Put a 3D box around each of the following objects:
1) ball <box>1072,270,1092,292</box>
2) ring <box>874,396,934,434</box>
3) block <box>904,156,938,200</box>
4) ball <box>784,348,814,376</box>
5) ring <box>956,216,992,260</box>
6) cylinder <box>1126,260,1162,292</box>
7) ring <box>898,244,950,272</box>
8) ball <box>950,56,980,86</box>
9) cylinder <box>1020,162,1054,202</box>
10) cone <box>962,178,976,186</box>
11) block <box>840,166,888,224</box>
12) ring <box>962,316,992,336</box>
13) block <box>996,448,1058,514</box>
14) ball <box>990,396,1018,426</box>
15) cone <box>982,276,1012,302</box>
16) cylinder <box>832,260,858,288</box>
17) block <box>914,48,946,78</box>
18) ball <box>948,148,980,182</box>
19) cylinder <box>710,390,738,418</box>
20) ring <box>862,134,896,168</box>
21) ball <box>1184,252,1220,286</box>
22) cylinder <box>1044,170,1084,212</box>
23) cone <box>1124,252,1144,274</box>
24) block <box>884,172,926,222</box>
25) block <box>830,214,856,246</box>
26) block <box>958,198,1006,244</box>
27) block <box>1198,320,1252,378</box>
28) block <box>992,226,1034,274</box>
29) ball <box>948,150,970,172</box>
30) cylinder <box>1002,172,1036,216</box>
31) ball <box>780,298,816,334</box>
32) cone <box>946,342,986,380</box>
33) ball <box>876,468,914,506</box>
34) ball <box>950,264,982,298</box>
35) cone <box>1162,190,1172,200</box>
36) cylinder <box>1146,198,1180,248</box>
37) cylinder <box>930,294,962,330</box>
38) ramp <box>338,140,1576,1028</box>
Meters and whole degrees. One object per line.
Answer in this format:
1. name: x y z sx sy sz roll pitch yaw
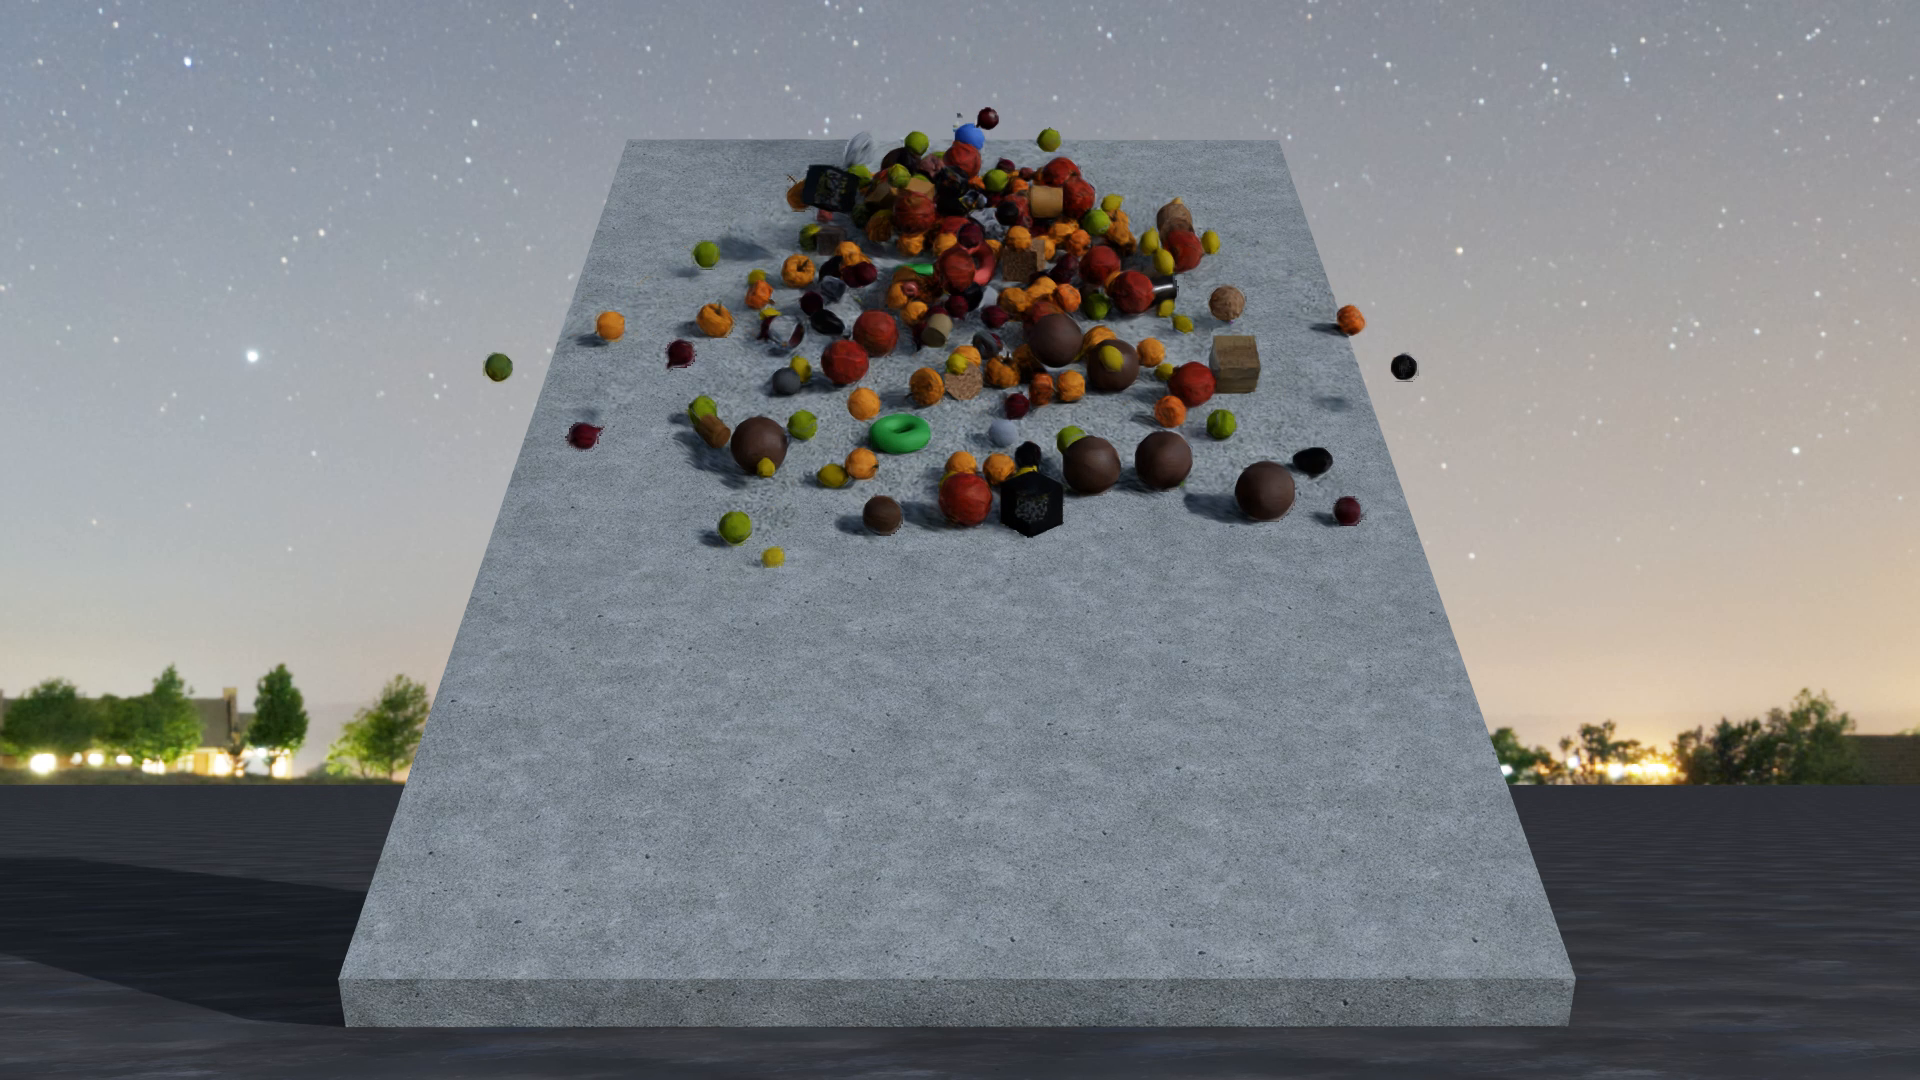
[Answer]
1. ball: 0.321 -0.684 6.338 0.055 0.055 0.055 0 -6 0
2. ring: -0.130 -0.295 5.642 0.144 0.048 0.144 -1 30 0
3. block: -0.107 -1.011 6.696 0.080 0.080 0.080 -9 -32 -5
4. ball: -0.394 -0.434 5.867 0.070 0.070 0.070 0 -6 0
5. ring: 0.036 -0.808 6.429 0.045 0.135 0.135 -32 -18 19
6. cylinder: 0.486 -0.696 6.338 0.075 0.075 0.075 -8 -3 -15
7. ring: -0.095 -0.757 6.430 0.146 0.049 0.146 -13 15 4
8. ball: 0.016 -1.333 6.818 0.085 0.085 0.085 0 -6 0
9. cylinder: 0.195 -0.906 6.085 0.077 0.077 0.077 -11 -9 -2
10. cone: 0.037 -1.040 6.838 0.054 0.054 0.054 5 -30 -43
11. block: -0.261 -0.931 6.486 0.099 0.099 0.099 16 -43 10
12. ring: 0.043 -0.530 5.942 0.077 0.026 0.077 15 28 -8
13. block: 0.149 -0.131 5.296 0.096 0.096 0.096 -26 38 -38
14. ball: 0.104 -0.304 5.637 0.068 0.068 0.068 0 -6 0
15. cone: 0.106 -0.665 6.257 0.074 0.074 0.074 -20 -5 -3
16. cylinder: -0.305 -0.702 6.346 0.054 0.054 0.054 -27 -9 5
17. block: -0.082 -1.335 6.722 0.054 0.054 0.054 -2 -34 48
18. ball: 0.012 -1.058 6.786 0.096 0.096 0.096 0 -6 0
19. cylinder: -0.554 -0.317 5.627 0.058 0.058 0.058 -11 -5 -5
20. ring: -0.239 -1.156 7.137 0.121 0.040 0.121 -41 -5 -4
21. ball: 0.628 -0.703 6.229 0.090 0.090 0.090 0 -6 0
22. cylinder: 0.293 -0.988 6.801 0.087 0.087 0.087 -4 30 36
23. cone: 0.492 -0.725 6.437 0.072 0.072 0.072 16 -13 -30
24. block: -0.158 -0.968 6.770 0.087 0.087 0.087 -35 -15 -36
25. block: -0.323 -0.854 6.613 0.064 0.064 0.064 -2 -44 0
26. block: 0.061 -0.878 6.642 0.093 0.093 0.093 -23 37 -37
27. block: 0.646 -0.468 5.881 0.099 0.099 0.099 -5 -46 -9
28. block: 0.143 -0.784 6.478 0.092 0.092 0.092 7 30 13
29. ball: -0.002 -1.122 7.128 0.066 0.066 0.066 0 -6 0
30. cylinder: 0.169 -0.982 6.821 0.095 0.095 0.095 0 28 0
31. ball: -0.410 -0.566 6.082 0.092 0.092 0.092 0 -6 0
32. cone: -0.002 -0.429 5.889 0.095 0.095 0.095 5 -10 -43
33. ball: -0.144 -0.119 5.285 0.084 0.084 0.084 0 -6 0
34. ball: 0.018 -0.679 6.297 0.084 0.084 0.084 0 -6 0
35. cone: 0.572 -0.944 6.828 0.073 0.073 0.073 -27 -8 4
36. cylinder: 0.556 -0.867 6.580 0.095 0.095 0.095 2 -34 1
37. cylinder: -0.035 -0.573 6.040 0.063 0.063 0.063 4 37 -38
38. ramp: -0.012 -0.217 5.653 2.000 0.100 4.000 0 29 0
